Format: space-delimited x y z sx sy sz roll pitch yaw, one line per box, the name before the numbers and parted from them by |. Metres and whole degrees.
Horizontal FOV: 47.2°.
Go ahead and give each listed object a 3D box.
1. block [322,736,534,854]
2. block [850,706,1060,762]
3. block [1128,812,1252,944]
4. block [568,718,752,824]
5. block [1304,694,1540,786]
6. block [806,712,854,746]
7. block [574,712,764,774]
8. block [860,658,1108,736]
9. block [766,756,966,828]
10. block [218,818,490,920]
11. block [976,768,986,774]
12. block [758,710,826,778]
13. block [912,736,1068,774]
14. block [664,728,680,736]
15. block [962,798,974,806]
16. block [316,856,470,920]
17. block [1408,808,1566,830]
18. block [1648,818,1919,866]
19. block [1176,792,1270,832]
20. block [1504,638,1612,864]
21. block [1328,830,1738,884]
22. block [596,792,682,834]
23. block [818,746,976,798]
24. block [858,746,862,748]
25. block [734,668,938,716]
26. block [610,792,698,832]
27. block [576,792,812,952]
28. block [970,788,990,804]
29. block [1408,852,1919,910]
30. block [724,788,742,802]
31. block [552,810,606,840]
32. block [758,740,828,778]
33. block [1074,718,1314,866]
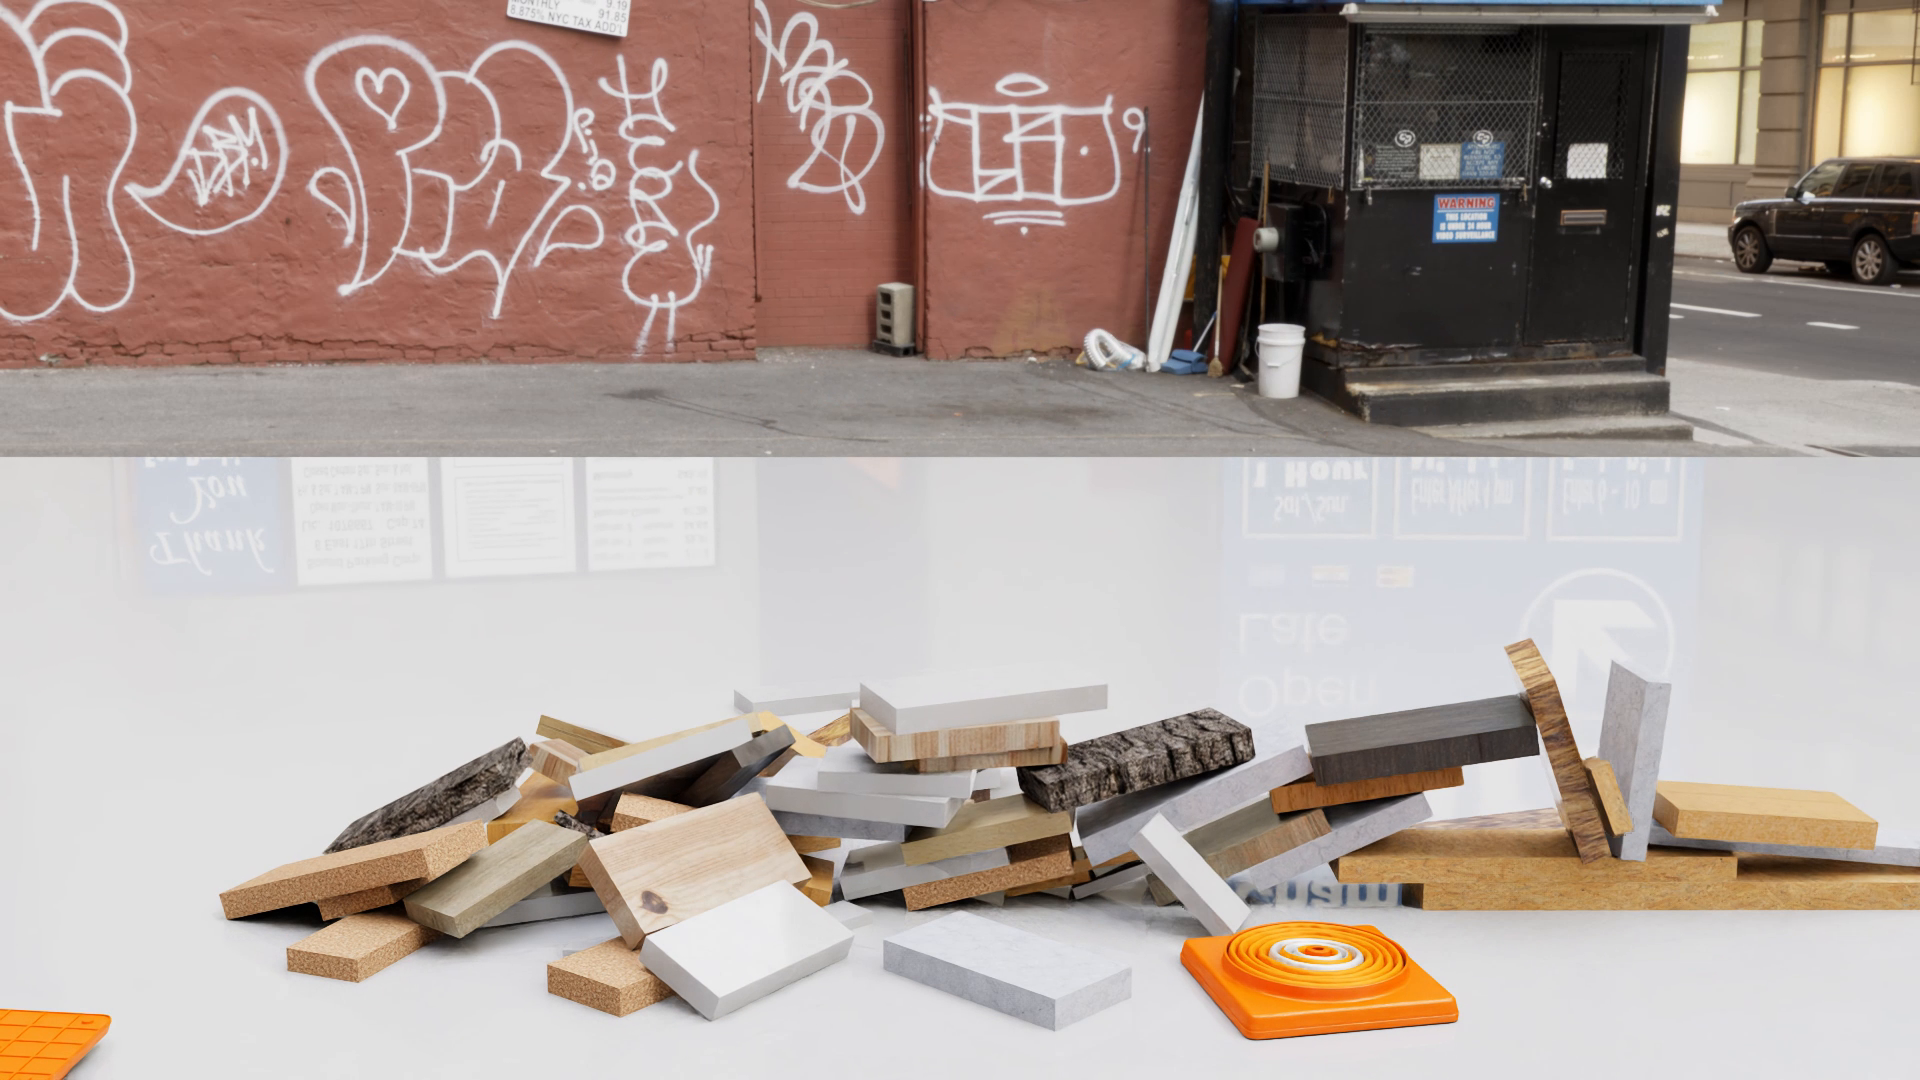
block | -0.919 0.460 3.813 0.345 0.049 0.172 -27 9 7
block | -0.010 0.304 3.576 0.309 0.044 0.154 -3 14 -18
block | 0.365 0.536 3.496 0.214 0.030 0.107 47 22 8
block | -0.503 0.395 3.751 0.310 0.044 0.155 -18 -20 -10
block | 0.752 0.327 3.600 0.355 0.050 0.178 -9 11 6
block | -0.281 0.415 4.560 0.068 0.019 0.459 4 11 23
block | -0.507 0.374 3.811 0.319 0.035 0.124 -14 -21 -22
block | 0.039 0.254 3.598 0.375 0.044 0.154 -5 15 -24
block | -0.151 0.411 3.603 0.301 0.043 0.150 4 14 14
block | -0.973 0.529 3.525 0.425 0.044 0.155 -15 4 25
block | -0.004 0.394 4.194 0.163 0.046 0.327 6 12 29
block | -0.282 0.395 3.849 0.035 0.124 0.248 -26 26 -24
block | 0.040 0.338 3.607 0.247 0.035 0.123 -2 14 -14
block | -0.565 0.445 4.149 0.130 0.037 0.260 43 24 11
block | -0.030 0.510 3.903 0.020 0.072 0.143 9 14 41
block | -0.922 0.552 3.590 0.131 0.037 0.261 -16 4 15
block | 0.961 0.528 3.885 0.297 0.042 0.149 -4 11 -19
block | 1.441 0.501 3.660 0.633 0.030 0.107 5 10 0
block | 0.430 0.494 4.085 0.326 0.037 0.131 -7 13 -33
block | 0.971 0.342 3.574 0.047 0.333 0.167 -20 19 8
block | 0.940 0.524 3.652 0.649 0.042 0.149 0 11 -1
block | -0.502 0.486 3.819 0.232 0.033 0.116 17 50 11
block | -0.101 0.378 3.580 0.247 0.035 0.123 2 13 5
block | -0.183 0.438 4.435 0.068 0.019 0.135 3 11 14
block | -0.255 0.341 4.907 0.479 0.037 0.130 -5 11 -23
block | -0.454 0.474 3.641 0.232 0.033 0.116 13 10 -4
block | -0.411 0.512 3.433 0.344 0.049 0.172 -11 57 -46
block | -0.096 0.477 4.177 0.287 0.037 0.130 -2 11 -10
block | 1.600 0.566 3.669 1.688 0.047 0.167 0 11 0
block | -0.359 0.481 3.905 0.259 0.037 0.130 -14 23 2
block | -0.589 0.487 3.562 0.143 0.020 0.072 22 -21 36
block | -0.284 0.441 4.143 0.163 0.046 0.358 -7 13 -33
block | 0.382 0.416 3.650 0.391 0.050 0.178 -24 9 3
